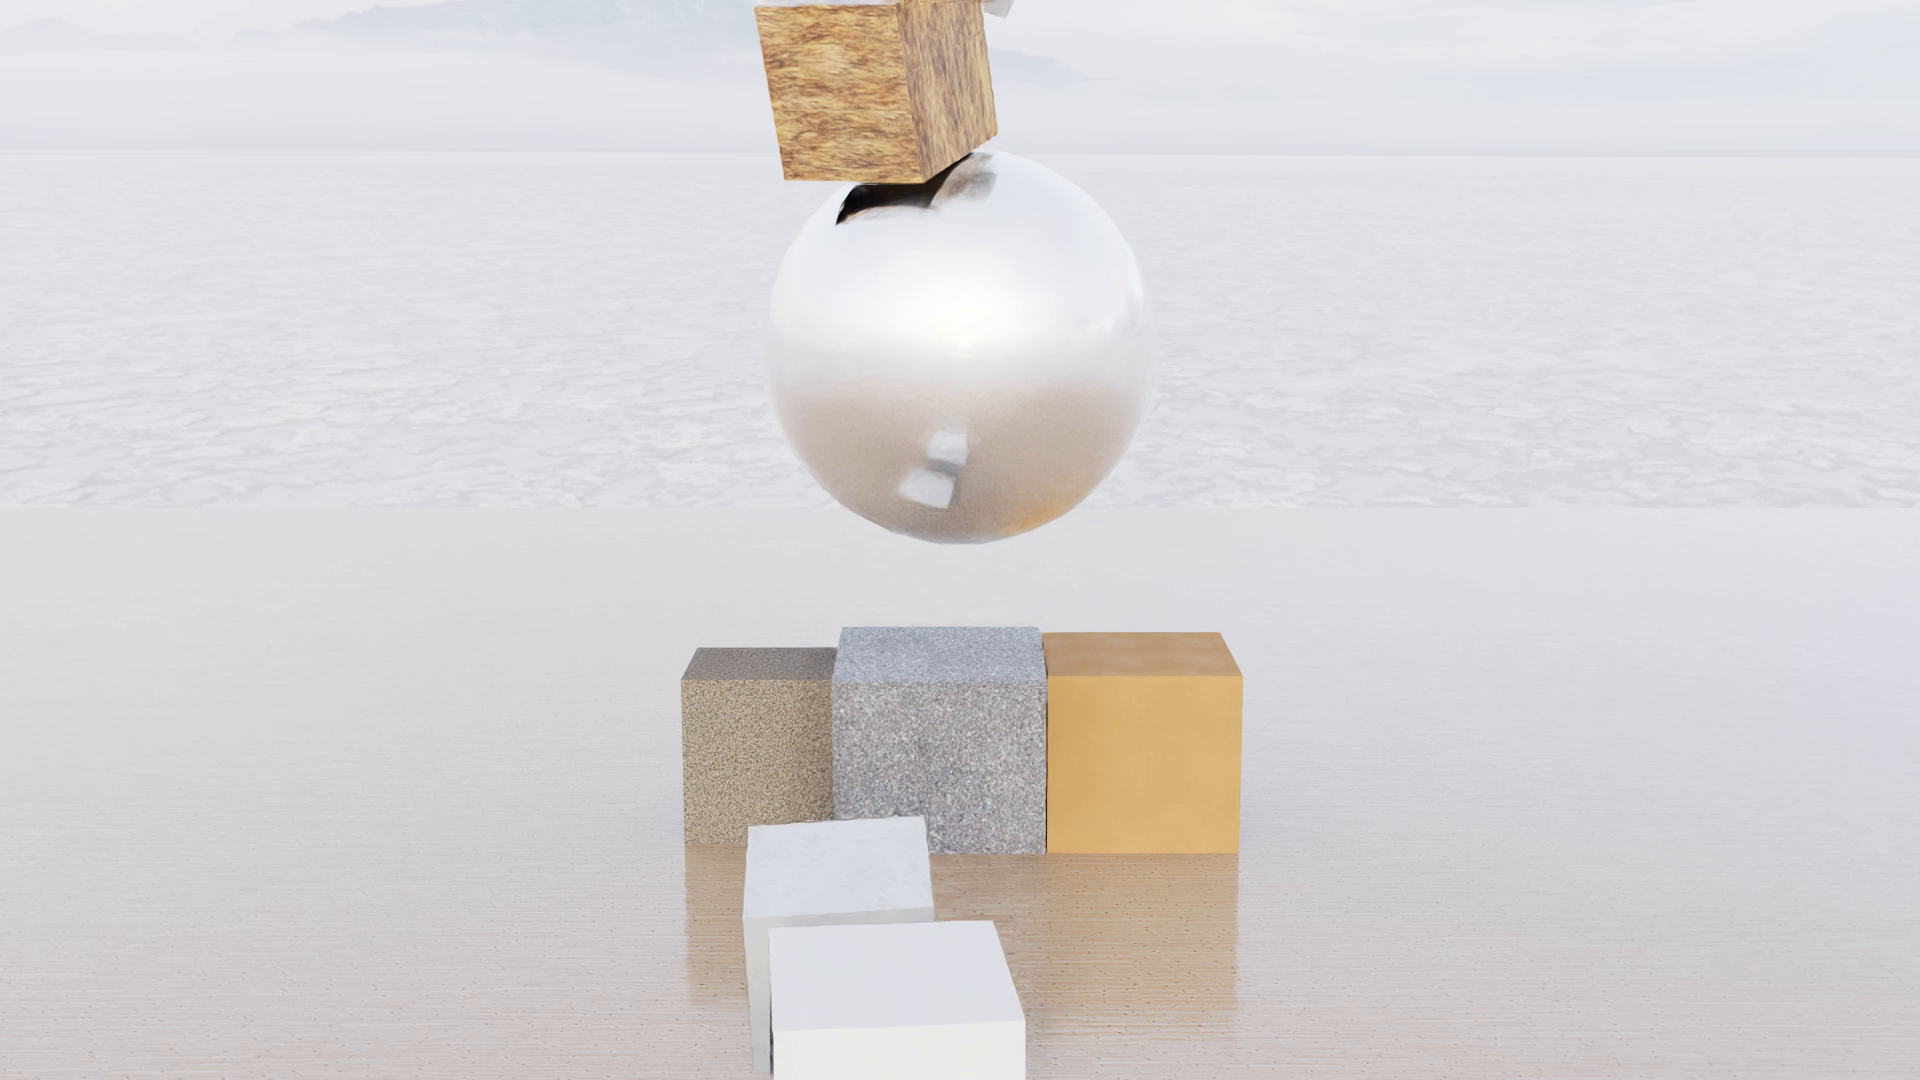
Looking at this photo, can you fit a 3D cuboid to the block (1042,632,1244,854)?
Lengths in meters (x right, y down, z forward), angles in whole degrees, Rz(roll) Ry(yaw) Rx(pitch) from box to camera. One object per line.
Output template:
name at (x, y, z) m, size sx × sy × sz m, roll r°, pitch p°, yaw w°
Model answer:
block at (0.913, 1.028, 11.372) m, size 0.959 × 0.909 × 0.981 m, roll 0°, pitch 10°, yaw 0°

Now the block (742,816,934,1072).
block at (-0.464, 1.574, 8.652) m, size 0.711 × 0.664 × 0.759 m, roll -3°, pitch 19°, yaw -3°

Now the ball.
ball at (0.000, -0.779, 8.890) m, size 1.600 × 1.600 × 1.600 m, roll 0°, pitch 10°, yaw 0°

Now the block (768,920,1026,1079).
block at (-0.232, 1.819, 7.353) m, size 0.788 × 0.790 × 0.912 m, roll -1°, pitch 10°, yaw -6°

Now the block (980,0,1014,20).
block at (0.045, -2.565, 8.587) m, size 0.577 × 0.620 × 0.666 m, roll 19°, pitch 57°, yaw 5°

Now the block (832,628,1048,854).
block at (-0.101, 1.014, 11.310) m, size 1.052 × 0.901 × 0.940 m, roll 0°, pitch 14°, yaw 0°

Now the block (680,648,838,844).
block at (-1.015, 1.053, 11.390) m, size 0.754 × 0.853 × 0.714 m, roll 0°, pitch 10°, yaw 0°

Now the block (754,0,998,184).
block at (-0.310, -1.803, 8.470) m, size 0.620 × 0.676 × 0.616 m, roll 7°, pitch 30°, yaw 29°
